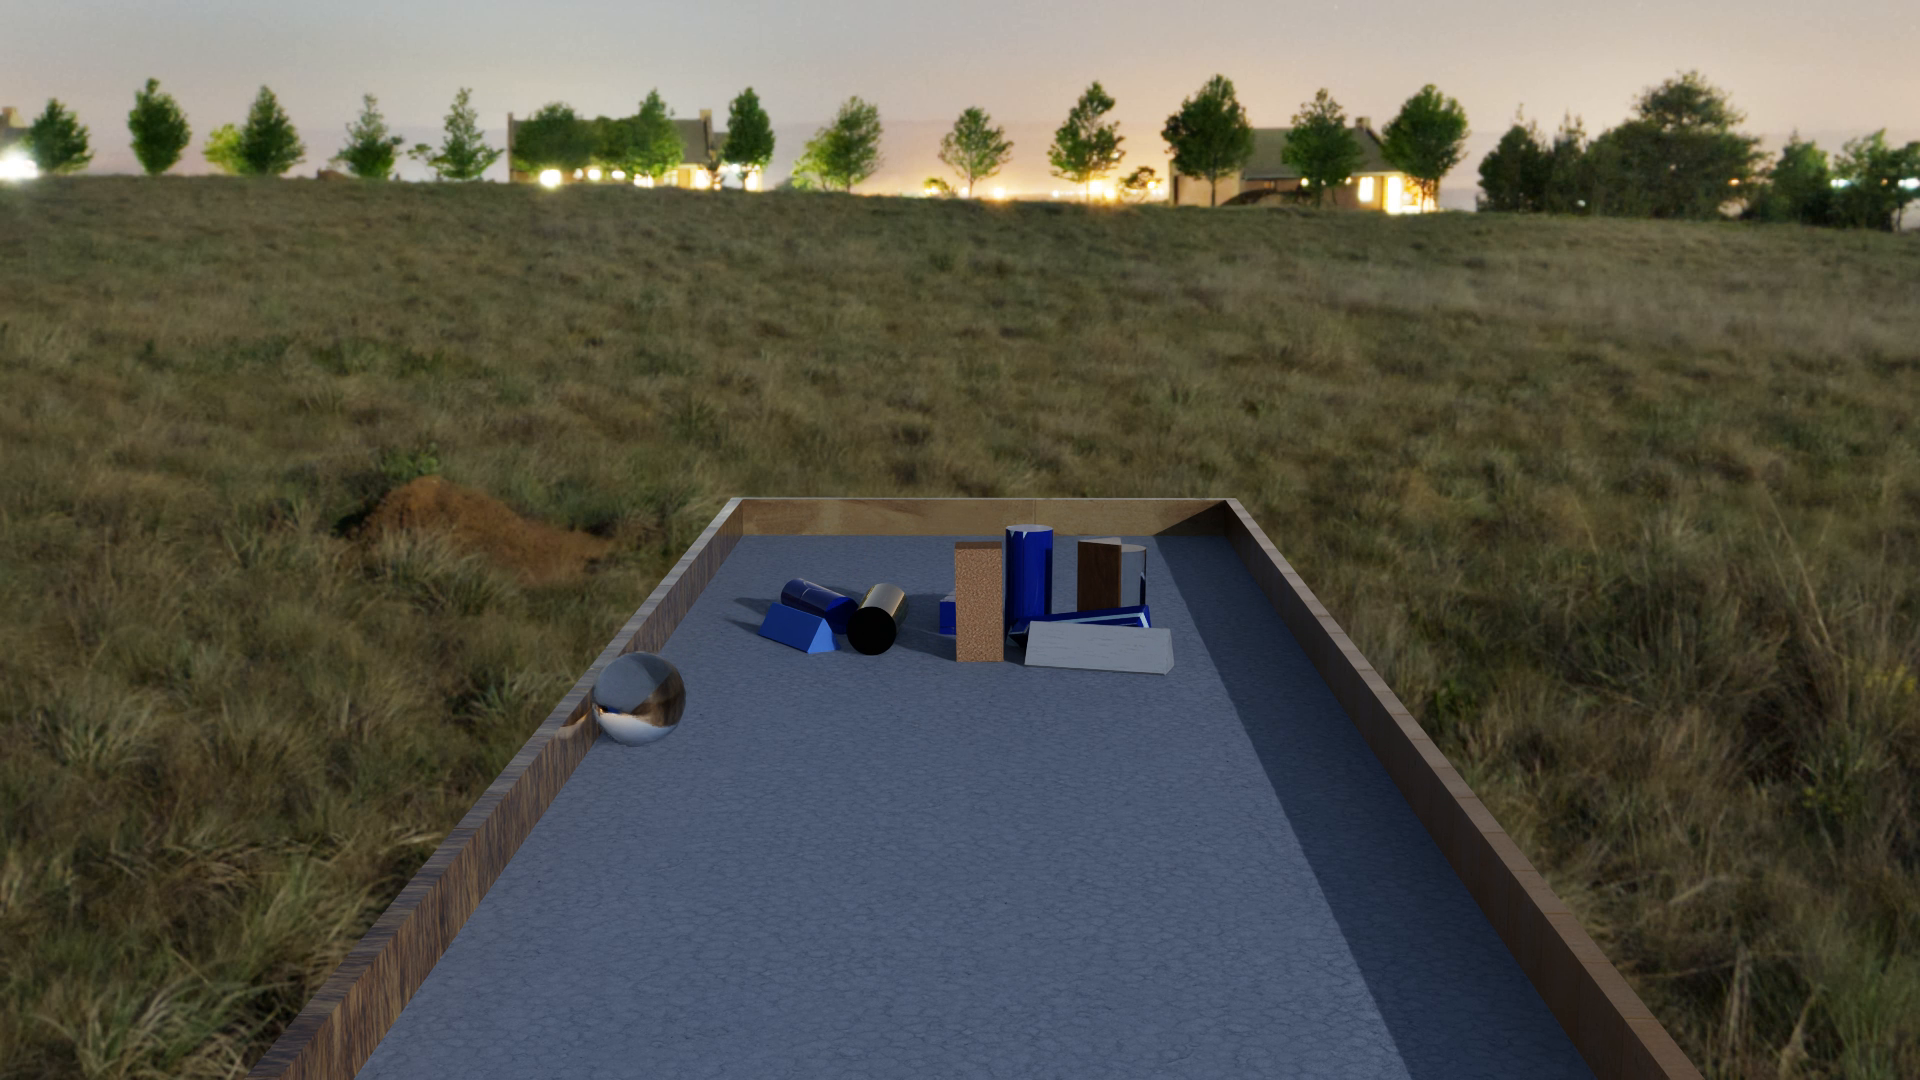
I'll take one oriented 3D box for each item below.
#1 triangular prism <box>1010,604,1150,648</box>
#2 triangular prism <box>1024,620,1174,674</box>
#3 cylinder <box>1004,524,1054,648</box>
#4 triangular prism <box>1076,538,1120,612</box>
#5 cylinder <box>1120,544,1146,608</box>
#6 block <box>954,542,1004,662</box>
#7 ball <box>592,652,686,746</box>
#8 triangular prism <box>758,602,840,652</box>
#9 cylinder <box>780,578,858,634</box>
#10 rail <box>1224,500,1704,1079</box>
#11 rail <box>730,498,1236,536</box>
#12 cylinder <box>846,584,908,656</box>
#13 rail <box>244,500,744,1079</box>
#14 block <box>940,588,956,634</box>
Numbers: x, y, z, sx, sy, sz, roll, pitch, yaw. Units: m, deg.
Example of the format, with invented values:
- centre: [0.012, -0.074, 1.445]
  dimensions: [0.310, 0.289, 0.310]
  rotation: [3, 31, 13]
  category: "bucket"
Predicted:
- centre: [0.371, 0.256, 6.724]
  dimensions: [0.451, 0.085, 0.098]
  rotation: [-7, -31, 33]
  category: "triangular prism"
- centre: [0.419, 0.315, 6.601]
  dimensions: [0.427, 0.125, 0.144]
  rotation: [3, 10, 17]
  category: "triangular prism"
- centre: [0.217, 0.143, 6.930]
  dimensions: [0.149, 0.366, 0.149]
  rotation: [0, 9, 0]
  category: "cylinder"
- centre: [0.457, 0.175, 6.770]
  dimensions: [0.149, 0.355, 0.129]
  rotation: [6, 11, 32]
  category: "triangular prism"
- centre: [0.504, 0.176, 6.919]
  dimensions: [0.160, 0.306, 0.160]
  rotation: [0, 9, 0]
  category: "cylinder"
- centre: [0.059, 0.187, 6.716]
  dimensions: [0.142, 0.346, 0.142]
  rotation: [-1, 9, 1]
  category: "block"
- centre: [-0.826, 0.408, 5.662]
  dimensions: [0.242, 0.242, 0.242]
  rotation: [0, 9, 0]
  category: "ball"
- centre: [-0.511, 0.271, 6.955]
  dimensions: [0.117, 0.101, 0.334]
  rotation: [-6, 11, -32]
  category: "triangular prism"
- centre: [-0.462, 0.217, 7.244]
  dimensions: [0.124, 0.124, 0.377]
  rotation: [-4, 10, -26]
  category: "cylinder"
- centre: [1.046, 0.843, 3.208]
  dimensions: [0.050, 0.150, 12.000]
  rotation: [0, 9, 1]
  category: "rail"
- centre: [0.099, -0.098, 9.147]
  dimensions: [2.100, 0.150, 0.050]
  rotation: [0, 9, 1]
  category: "rail"
- centre: [-0.258, 0.248, 6.953]
  dimensions: [0.154, 0.154, 0.404]
  rotation: [1, 9, 4]
  category: "cylinder"
- centre: [-1.004, 0.839, 3.234]
  dimensions: [0.050, 0.150, 12.000]
  rotation: [0, 9, 1]
  category: "rail"
- centre: [0.034, 0.219, 7.284]
  dimensions: [0.108, 0.108, 0.438]
  rotation: [2, 9, 12]
  category: "block"
